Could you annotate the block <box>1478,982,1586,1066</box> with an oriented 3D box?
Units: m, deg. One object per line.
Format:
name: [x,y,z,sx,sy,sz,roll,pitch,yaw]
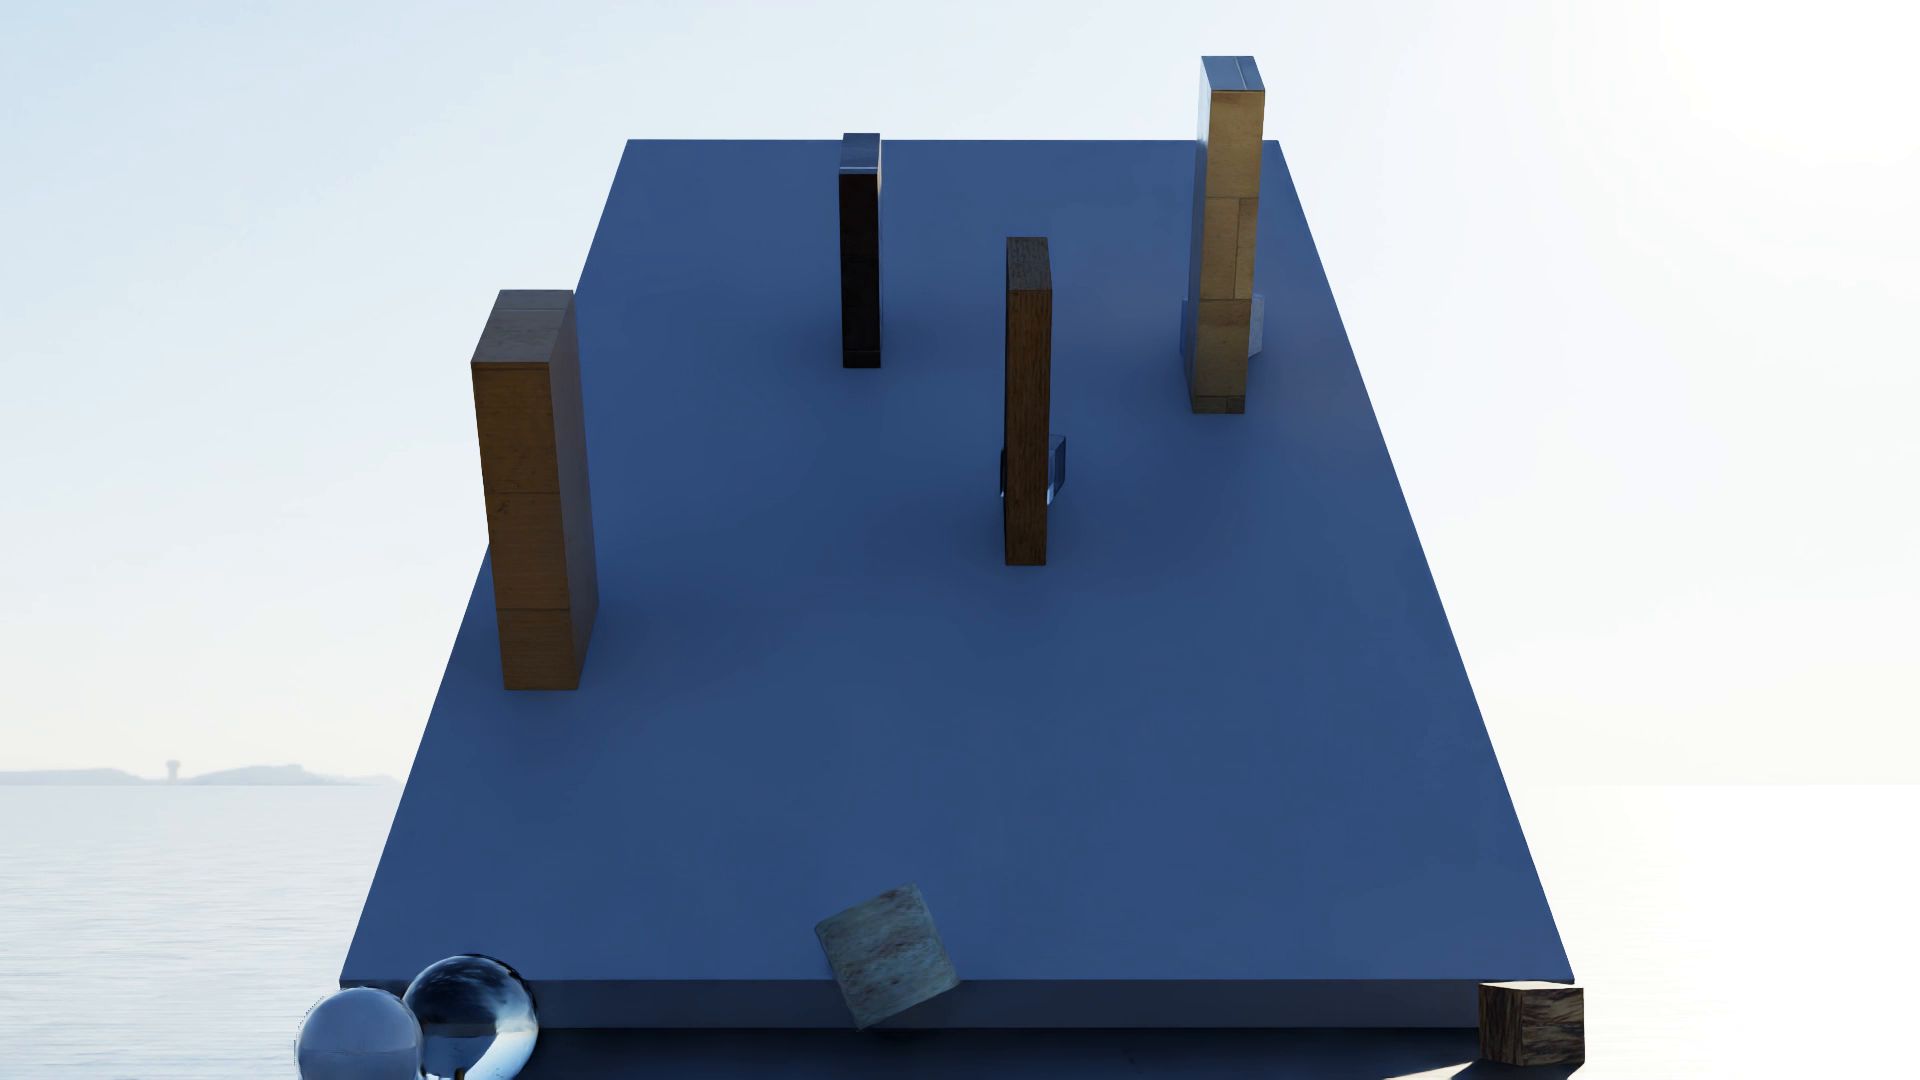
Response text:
block: [0.827,0.699,3.478,0.107,0.107,0.107,2,-6,-22]

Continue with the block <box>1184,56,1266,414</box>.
block: [0.615,-0.709,5.622,0.121,0.797,0.249,0,29,0]

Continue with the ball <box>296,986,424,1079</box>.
ball: [-0.731,0.622,2.930,0.152,0.152,0.152,0,-6,0]

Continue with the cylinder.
cylinder: [-0.113,0.648,3.748,0.175,0.175,0.175,-24,-10,-4]

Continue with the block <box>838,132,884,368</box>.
block: [-0.242,-0.715,5.929,0.092,0.505,0.290,0,29,0]

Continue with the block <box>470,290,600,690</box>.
block: [-0.809,-0.095,4.613,0.140,0.695,0.331,0,29,0]

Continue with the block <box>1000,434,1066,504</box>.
block: [0.162,-0.165,5.342,0.114,0.114,0.114,10,31,17]

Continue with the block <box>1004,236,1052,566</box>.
block: [0.139,-0.289,5.036,0.084,0.629,0.280,0,29,0]

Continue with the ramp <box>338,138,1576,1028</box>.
ramp: [-0.012,-0.217,5.656,2.000,0.100,4.000,0,29,0]

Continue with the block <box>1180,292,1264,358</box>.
block: [0.652,-0.535,5.979,0.147,0.147,0.147,22,36,34]

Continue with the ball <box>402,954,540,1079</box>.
ball: [-0.632,0.623,3.084,0.181,0.181,0.181,0,-6,0]
